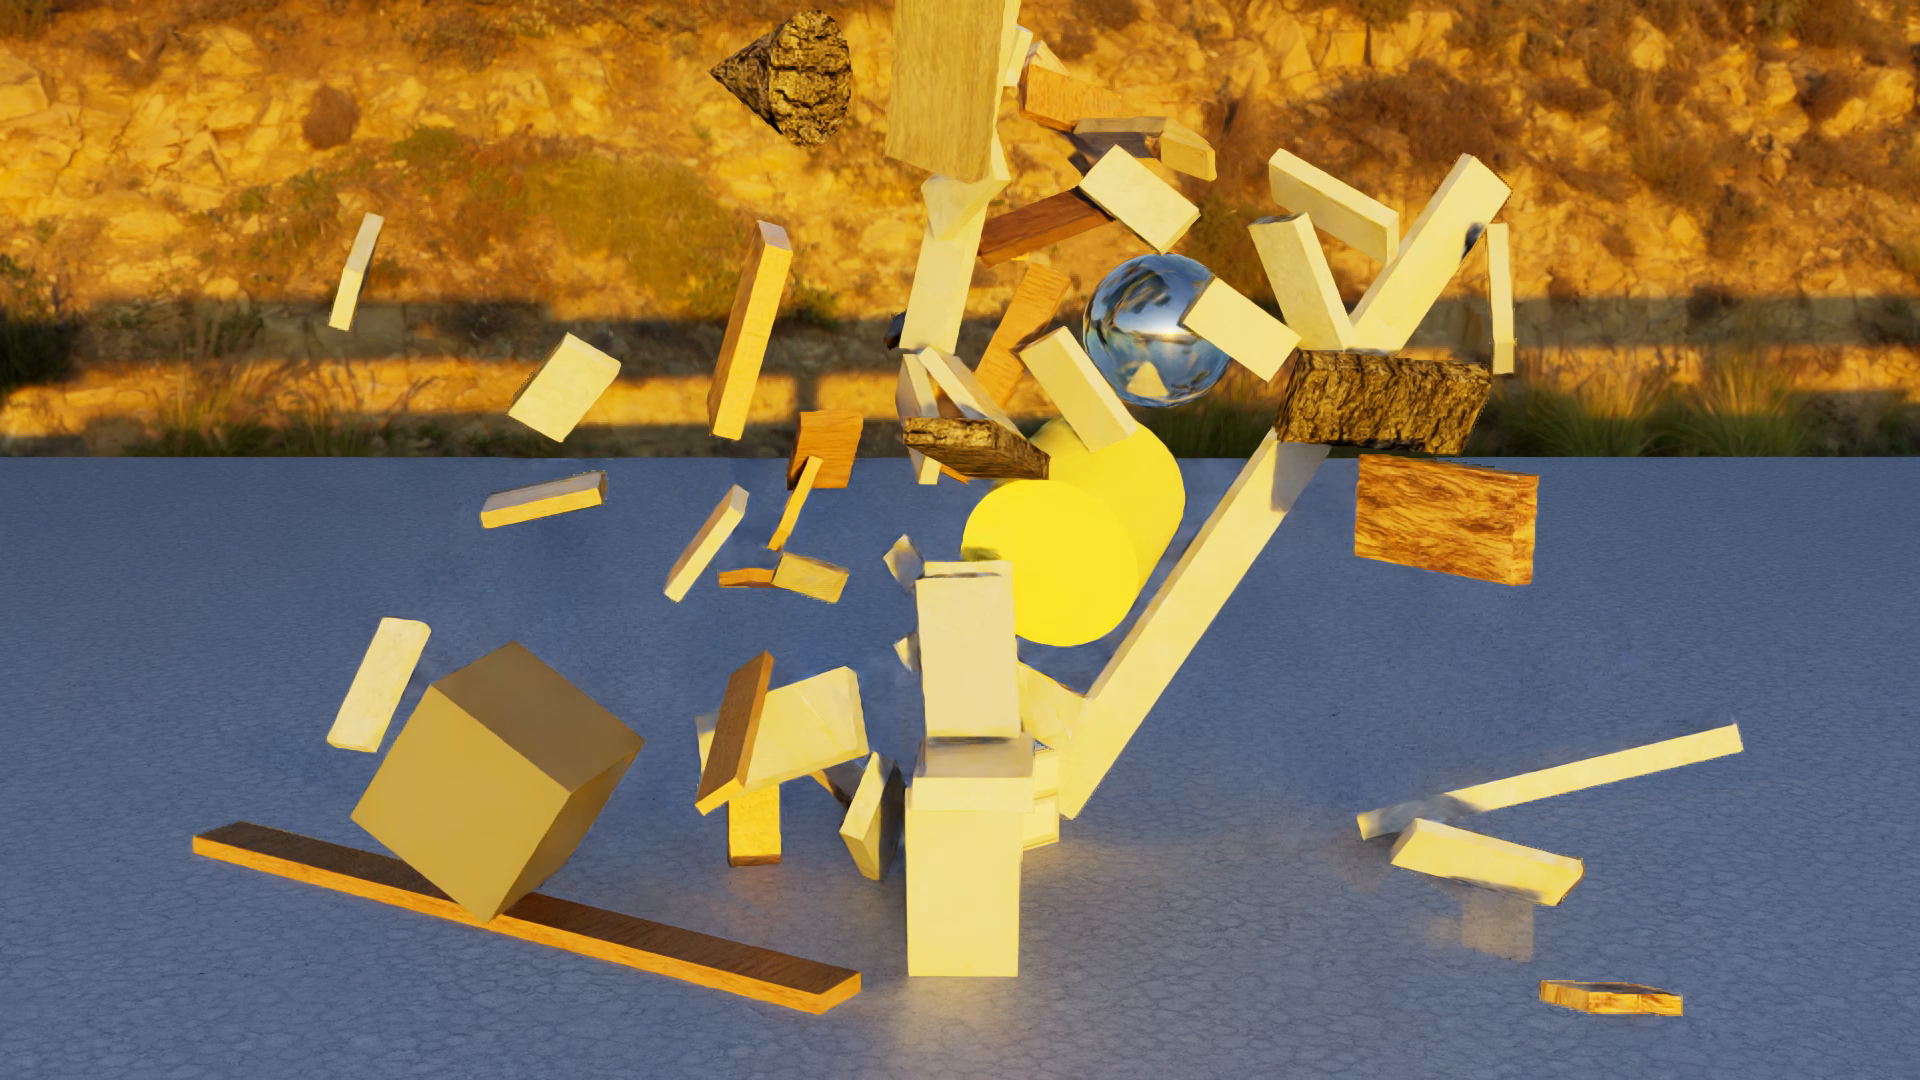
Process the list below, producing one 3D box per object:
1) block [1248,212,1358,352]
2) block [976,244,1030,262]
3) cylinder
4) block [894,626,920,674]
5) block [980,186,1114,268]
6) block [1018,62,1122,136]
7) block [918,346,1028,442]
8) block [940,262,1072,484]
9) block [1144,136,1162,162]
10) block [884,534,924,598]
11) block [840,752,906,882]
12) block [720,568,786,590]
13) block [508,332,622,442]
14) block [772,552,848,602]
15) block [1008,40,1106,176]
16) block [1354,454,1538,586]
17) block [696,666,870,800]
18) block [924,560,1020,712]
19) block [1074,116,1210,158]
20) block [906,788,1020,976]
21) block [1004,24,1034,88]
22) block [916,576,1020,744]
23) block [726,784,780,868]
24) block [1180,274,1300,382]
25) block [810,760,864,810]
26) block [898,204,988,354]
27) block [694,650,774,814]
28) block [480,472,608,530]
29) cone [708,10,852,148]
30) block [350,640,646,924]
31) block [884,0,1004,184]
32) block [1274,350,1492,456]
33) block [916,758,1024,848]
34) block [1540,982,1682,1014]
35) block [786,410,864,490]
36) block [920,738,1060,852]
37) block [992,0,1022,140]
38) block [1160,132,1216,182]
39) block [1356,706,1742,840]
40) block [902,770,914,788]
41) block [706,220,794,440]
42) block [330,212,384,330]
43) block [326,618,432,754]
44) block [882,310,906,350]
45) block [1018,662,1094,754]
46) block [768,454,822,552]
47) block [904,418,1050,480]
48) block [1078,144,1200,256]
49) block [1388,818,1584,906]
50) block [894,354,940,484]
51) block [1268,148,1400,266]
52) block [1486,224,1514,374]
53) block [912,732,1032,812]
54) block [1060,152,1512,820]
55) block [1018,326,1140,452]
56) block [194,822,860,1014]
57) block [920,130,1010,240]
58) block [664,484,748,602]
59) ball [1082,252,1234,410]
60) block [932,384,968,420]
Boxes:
[{"bbox_3d":[0.571,-0.428,3.668,0.033,0.236,0.118,-34,19,-25],"label":"block"},{"bbox_3d":[0.070,-0.504,3.737,0.101,0.050,0.014,5,42,-10],"label":"block"},{"bbox_3d":[0.193,-0.025,3.674,0.299,0.299,0.299,4,26,20],"label":"cylinder"},{"bbox_3d":[-0.049,0.160,3.494,0.111,0.055,0.016,-34,15,-26],"label":"block"},{"bbox_3d":[0.144,-0.528,3.648,0.234,0.026,0.091,-19,43,13],"label":"block"},{"bbox_3d":[0.190,-0.744,3.765,0.184,0.092,0.026,14,-22,-24],"label":"block"},{"bbox_3d":[0.022,-0.224,3.532,0.202,0.029,0.101,52,17,24],"label":"block"},{"bbox_3d":[0.065,-0.277,3.628,0.070,0.382,0.020,26,-5,20],"label":"block"},{"bbox_3d":[0.339,-0.602,3.430,0.101,0.014,0.050,23,-11,45],"label":"block"},{"bbox_3d":[-0.087,0.042,3.632,0.016,0.055,0.111,32,16,-36],"label":"block"},{"bbox_3d":[-0.134,0.459,3.619,0.040,0.141,0.282,19,-19,12],"label":"block"},{"bbox_3d":[-0.330,0.067,3.765,0.075,0.021,0.149,-10,-10,43],"label":"block"},{"bbox_3d":[-0.676,-0.258,3.754,0.104,0.209,0.030,30,42,-21],"label":"block"},{"bbox_3d":[-0.239,0.059,3.511,0.111,0.055,0.016,17,26,-15],"label":"block"},{"bbox_3d":[0.183,-0.750,3.847,0.032,0.229,0.114,-14,42,44],"label":"block"},{"bbox_3d":[0.749,-0.036,3.412,0.046,0.163,0.327,-4,10,-35],"label":"block"},{"bbox_3d":[-0.291,0.317,3.566,0.282,0.141,0.040,-20,-26,19],"label":"block"},{"bbox_3d":[0.017,0.167,3.406,0.138,0.275,0.039,0,-24,-4],"label":"block"},{"bbox_3d":[0.293,-0.656,3.585,0.092,0.026,0.245,25,-6,-33],"label":"block"},{"bbox_3d":[0.004,0.507,3.238,0.164,0.328,0.047,0,33,0],"label":"block"},{"bbox_3d":[0.047,-0.824,3.638,0.026,0.092,0.184,2,27,-37],"label":"block"},{"bbox_3d":[0.010,0.179,3.320,0.138,0.039,0.275,-2,52,-4],"label":"block"},{"bbox_3d":[-0.358,0.475,3.806,0.088,0.176,0.025,-3,11,-17],"label":"block"},{"bbox_3d":[0.462,-0.348,3.623,0.183,0.091,0.026,33,11,-17],"label":"block"},{"bbox_3d":[-0.222,0.449,4.154,0.088,0.025,0.176,-2,27,-40],"label":"block"},{"bbox_3d":[-0.027,-0.444,3.661,0.101,0.272,0.029,10,-5,42],"label":"block"},{"bbox_3d":[-0.344,0.289,3.392,0.075,0.021,0.464,-34,16,13],"label":"block"},{"bbox_3d":[-0.699,-0.068,3.704,0.200,0.028,0.100,-12,18,0],"label":"block"},{"bbox_3d":[-0.310,-0.713,3.378,0.207,0.207,0.207,12,15,32],"label":"cone"},{"bbox_3d":[-0.731,0.380,3.503,0.275,0.275,0.275,37,19,6],"label":"block"},{"bbox_3d":[-0.022,-0.704,3.218,0.164,0.328,0.046,25,33,32],"label":"block"},{"bbox_3d":[0.711,-0.230,3.706,0.327,0.163,0.046,4,44,-11],"label":"block"},{"bbox_3d":[0.011,0.474,3.445,0.164,0.329,0.047,-1,39,-4],"label":"block"},{"bbox_3d":[0.922,0.648,3.112,0.181,0.026,0.090,8,-5,-29],"label":"block"},{"bbox_3d":[-0.226,-0.148,3.644,0.101,0.029,0.202,-3,-28,-13],"label":"block"},{"bbox_3d":[0.053,0.451,3.934,0.177,0.177,0.177,-9,14,-39],"label":"block"},{"bbox_3d":[0.013,-0.760,3.411,0.046,0.328,0.164,-14,50,-25],"label":"block"},{"bbox_3d":[0.348,-0.586,3.361,0.014,0.050,0.101,-34,42,-28],"label":"block"},{"bbox_3d":[1.023,0.409,3.858,0.653,0.046,0.163,-16,3,13],"label":"block"},{"bbox_3d":[-0.089,0.480,4.133,0.088,0.025,0.176,-10,19,-30],"label":"block"},{"bbox_3d":[-0.350,-0.348,3.638,0.046,0.330,0.164,13,19,-15],"label":"block"},{"bbox_3d":[-0.967,-0.433,3.530,0.030,0.104,0.209,16,30,-14],"label":"block"},{"bbox_3d":[-1.082,0.269,4.101,0.100,0.260,0.028,5,-28,29],"label":"block"},{"bbox_3d":[-0.066,-0.381,3.771,0.140,0.020,0.070,-23,31,36],"label":"block"},{"bbox_3d":[0.116,0.254,3.411,0.181,0.090,0.026,26,8,37],"label":"block"},{"bbox_3d":[-0.270,-0.059,3.593,0.021,0.149,0.075,25,-31,-7],"label":"block"},{"bbox_3d":[0.029,-0.139,3.380,0.138,0.039,0.275,3,-8,21],"label":"block"},{"bbox_3d":[0.286,-0.544,3.518,0.183,0.091,0.026,42,-4,21],"label":"block"},{"bbox_3d":[0.847,0.519,3.543,0.301,0.090,0.026,16,41,-14],"label":"block"},{"bbox_3d":[-0.065,-0.196,3.545,0.029,0.101,0.203,-2,46,-16],"label":"block"},{"bbox_3d":[0.617,-0.548,3.625,0.236,0.033,0.118,35,-13,24],"label":"block"},{"bbox_3d":[0.956,-0.427,3.890,0.033,0.236,0.118,-3,-23,12],"label":"block"},{"bbox_3d":[0.023,0.332,3.178,0.164,0.047,0.329,0,6,2],"label":"block"},{"bbox_3d":[0.557,-0.090,4.009,0.114,1.399,0.032,33,3,-31],"label":"block"},{"bbox_3d":[0.189,-0.239,3.519,0.029,0.202,0.101,-45,13,-34],"label":"block"},{"bbox_3d":[-0.749,0.595,3.562,1.358,0.030,0.104,7,12,32],"label":"block"},{"bbox_3d":[0.007,-0.579,3.572,0.029,0.101,0.202,-4,-19,-33],"label":"block"},{"bbox_3d":[-0.432,0.005,3.754,0.028,0.200,0.100,34,20,-14],"label":"block"},{"bbox_3d":[0.341,-0.357,3.750,0.266,0.266,0.266,0,11,0],"label":"ball"},{"bbox_3d":[0.016,-0.208,3.600,0.140,0.070,0.020,45,-1,22],"label":"block"}]
